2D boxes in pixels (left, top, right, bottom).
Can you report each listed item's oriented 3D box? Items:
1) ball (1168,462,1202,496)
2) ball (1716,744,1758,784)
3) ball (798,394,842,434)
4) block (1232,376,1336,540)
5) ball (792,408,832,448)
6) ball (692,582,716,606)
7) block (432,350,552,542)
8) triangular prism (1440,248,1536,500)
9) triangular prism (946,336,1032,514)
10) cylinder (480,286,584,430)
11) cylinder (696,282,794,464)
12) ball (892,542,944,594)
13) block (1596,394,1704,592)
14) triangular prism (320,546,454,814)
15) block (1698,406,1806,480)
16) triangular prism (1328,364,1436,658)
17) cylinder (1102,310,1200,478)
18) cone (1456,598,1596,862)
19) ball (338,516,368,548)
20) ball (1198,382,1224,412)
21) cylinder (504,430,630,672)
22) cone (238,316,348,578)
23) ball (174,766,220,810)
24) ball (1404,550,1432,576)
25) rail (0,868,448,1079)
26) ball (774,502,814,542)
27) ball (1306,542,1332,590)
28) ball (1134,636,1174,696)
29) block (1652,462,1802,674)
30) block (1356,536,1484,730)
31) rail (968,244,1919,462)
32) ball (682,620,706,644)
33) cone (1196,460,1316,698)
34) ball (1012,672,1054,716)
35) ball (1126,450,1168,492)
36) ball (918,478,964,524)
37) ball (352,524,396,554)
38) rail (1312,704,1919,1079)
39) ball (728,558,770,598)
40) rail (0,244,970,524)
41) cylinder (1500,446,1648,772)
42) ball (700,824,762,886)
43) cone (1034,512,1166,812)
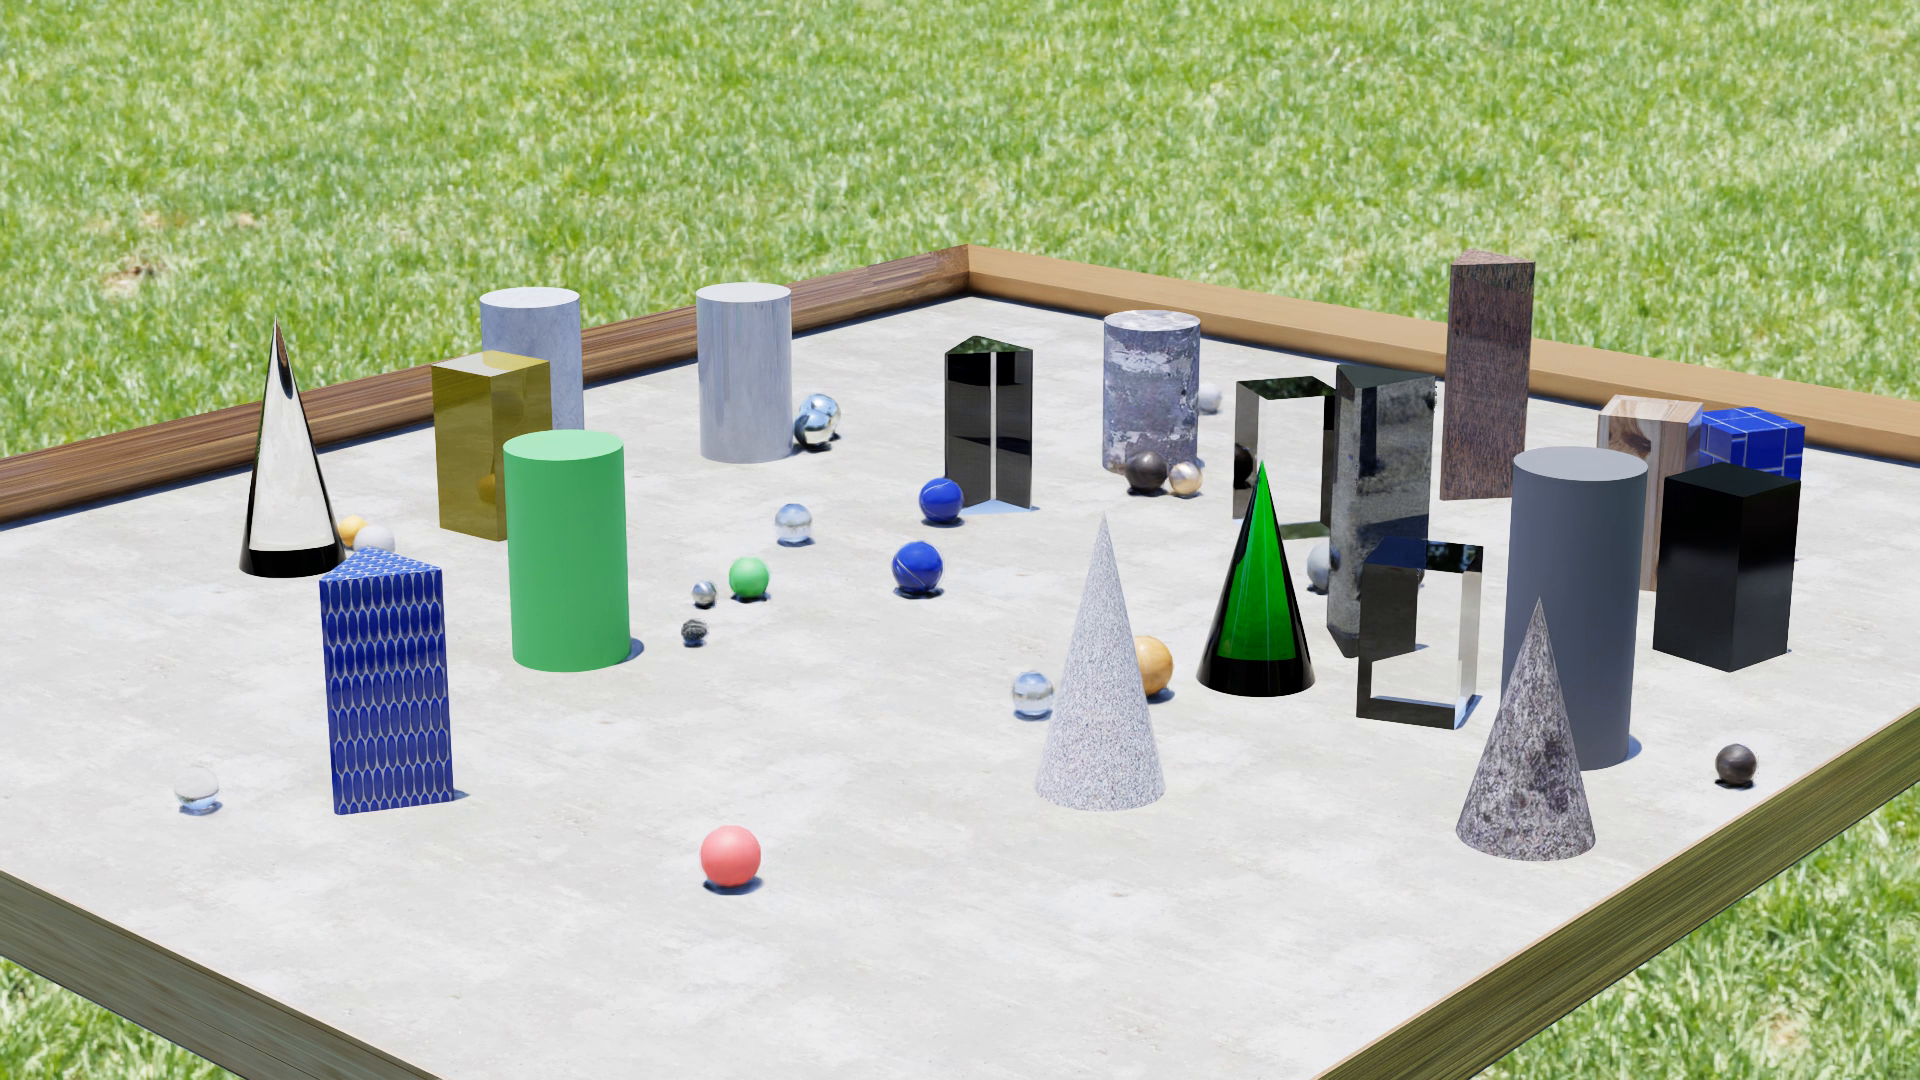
[{"bbox_3d":[0.441,-0.121,5.730,0.066,0.066,0.066,0,17,0],"label":"ball"},{"bbox_3d":[1.128,0.326,4.261,0.059,0.059,0.059,0,17,0],"label":"ball"},{"bbox_3d":[-0.295,-0.260,6.148,0.092,0.092,0.092,0,17,0],"label":"ball"},{"bbox_3d":[0.613,-0.153,5.482,0.154,0.271,0.154,-5,17,-16],"label":"block"},{"bbox_3d":[-0.305,-0.230,6.064,0.083,0.083,0.083,0,17,0],"label":"ball"},{"bbox_3d":[-0.442,0.092,5.063,0.043,0.043,0.043,0,17,0],"label":"ball"},{"bbox_3d":[-0.871,-0.178,5.488,0.154,0.315,0.154,12,21,35],"label":"block"},{"bbox_3d":[1.004,-0.324,5.712,0.167,0.466,0.144,-3,17,-9],"label":"triangular prism"},{"bbox_3d":[0.042,-0.223,5.635,0.167,0.317,0.144,-3,17,-10],"label":"triangular prism"},{"bbox_3d":[-0.837,-0.292,5.757,0.193,0.377,0.193,0,17,0],"label":"cylinder"},{"bbox_3d":[-0.440,-0.343,5.999,0.193,0.335,0.193,0,17,0],"label":"cylinder"},{"bbox_3d":[-0.074,0.048,5.128,0.091,0.091,0.091,0,17,0],"label":"ball"},{"bbox_3d":[1.211,-0.082,5.181,0.154,0.310,0.154,7,18,22],"label":"block"},{"bbox_3d":[-0.829,0.195,4.195,0.167,0.348,0.144,-6,18,-18],"label":"triangular prism"},{"bbox_3d":[1.409,-0.093,5.313,0.154,0.255,0.154,-6,18,-20],"label":"block"},{"bbox_3d":[0.663,-0.055,4.838,0.167,0.455,0.144,-11,20,-32],"label":"triangular prism"},{"bbox_3d":[0.384,-0.295,5.901,0.193,0.301,0.193,0,17,0],"label":"cylinder"},{"bbox_3d":[0.788,0.243,4.035,0.193,0.350,0.193,0,17,0],"label":"cone"},{"bbox_3d":[-1.116,-0.016,5.394,0.059,0.059,0.059,0,17,0],"label":"ball"},{"bbox_3d":[0.538,-0.311,6.360,0.065,0.065,0.065,0,17,0],"label":"ball"},{"bbox_3d":[-0.639,0.016,4.775,0.193,0.355,0.193,0,17,0],"label":"cylinder"},{"bbox_3d":[-1.208,-0.182,5.242,0.193,0.465,0.193,0,17,0],"label":"cone"},{"bbox_3d":[-1.085,0.352,4.170,0.062,0.062,0.062,0,17,0],"label":"ball"},{"bbox_3d":[0.817,0.042,5.223,0.048,0.048,0.048,0,17,0],"label":"ball"},{"bbox_3d":[-1.248,0.447,3.745,3.294,0.125,0.045,14,22,39],"label":"rail"},{"bbox_3d":[-0.308,-0.032,5.422,0.074,0.074,0.074,0,17,0],"label":"ball"},{"bbox_3d":[0.650,0.046,5.144,0.086,0.086,0.086,0,17,0],"label":"ball"},{"bbox_3d":[0.289,0.198,4.620,0.096,0.096,0.096,0,17,0],"label":"ball"},{"bbox_3d":[1.252,0.042,4.793,0.154,0.295,0.154,-13,21,-38],"label":"block"},{"bbox_3d":[0.712,0.142,4.540,0.154,0.251,0.154,6,18,21],"label":"block"},{"bbox_3d":[1.248,-0.384,6.496,3.294,0.125,0.045,14,22,39],"label":"rail"},{"bbox_3d":[-0.442,0.152,4.867,0.042,0.042,0.042,0,17,0],"label":"ball"},{"bbox_3d":[0.475,0.045,4.661,0.193,0.366,0.193,0,17,0],"label":"cone"},{"bbox_3d":[0.113,0.238,4.538,0.067,0.067,0.067,0,17,0],"label":"ball"},{"bbox_3d":[0.365,-0.134,5.745,0.083,0.083,0.083,0,17,0],"label":"ball"},{"bbox_3d":[-0.035,-0.075,5.543,0.086,0.086,0.086,0,17,0],"label":"ball"},{"bbox_3d":[-1.055,0.009,5.283,0.076,0.076,0.076,0,17,0],"label":"ball"},{"bbox_3d":[1.226,0.339,4.102,0.045,0.125,3.853,14,22,39],"label":"rail"},{"bbox_3d":[-0.367,0.066,5.103,0.072,0.072,0.072,0,17,0],"label":"ball"},{"bbox_3d":[-1.226,-0.276,6.139,0.045,0.125,3.853,14,22,39],"label":"rail"},{"bbox_3d":[0.906,0.100,4.343,0.193,0.444,0.193,0,17,0],"label":"cylinder"},{"bbox_3d":[-0.306,0.421,3.908,0.082,0.082,0.082,0,17,0],"label":"ball"},{"bbox_3d":[0.203,0.157,4.197,0.193,0.420,0.193,0,17,0],"label":"cone"}]
